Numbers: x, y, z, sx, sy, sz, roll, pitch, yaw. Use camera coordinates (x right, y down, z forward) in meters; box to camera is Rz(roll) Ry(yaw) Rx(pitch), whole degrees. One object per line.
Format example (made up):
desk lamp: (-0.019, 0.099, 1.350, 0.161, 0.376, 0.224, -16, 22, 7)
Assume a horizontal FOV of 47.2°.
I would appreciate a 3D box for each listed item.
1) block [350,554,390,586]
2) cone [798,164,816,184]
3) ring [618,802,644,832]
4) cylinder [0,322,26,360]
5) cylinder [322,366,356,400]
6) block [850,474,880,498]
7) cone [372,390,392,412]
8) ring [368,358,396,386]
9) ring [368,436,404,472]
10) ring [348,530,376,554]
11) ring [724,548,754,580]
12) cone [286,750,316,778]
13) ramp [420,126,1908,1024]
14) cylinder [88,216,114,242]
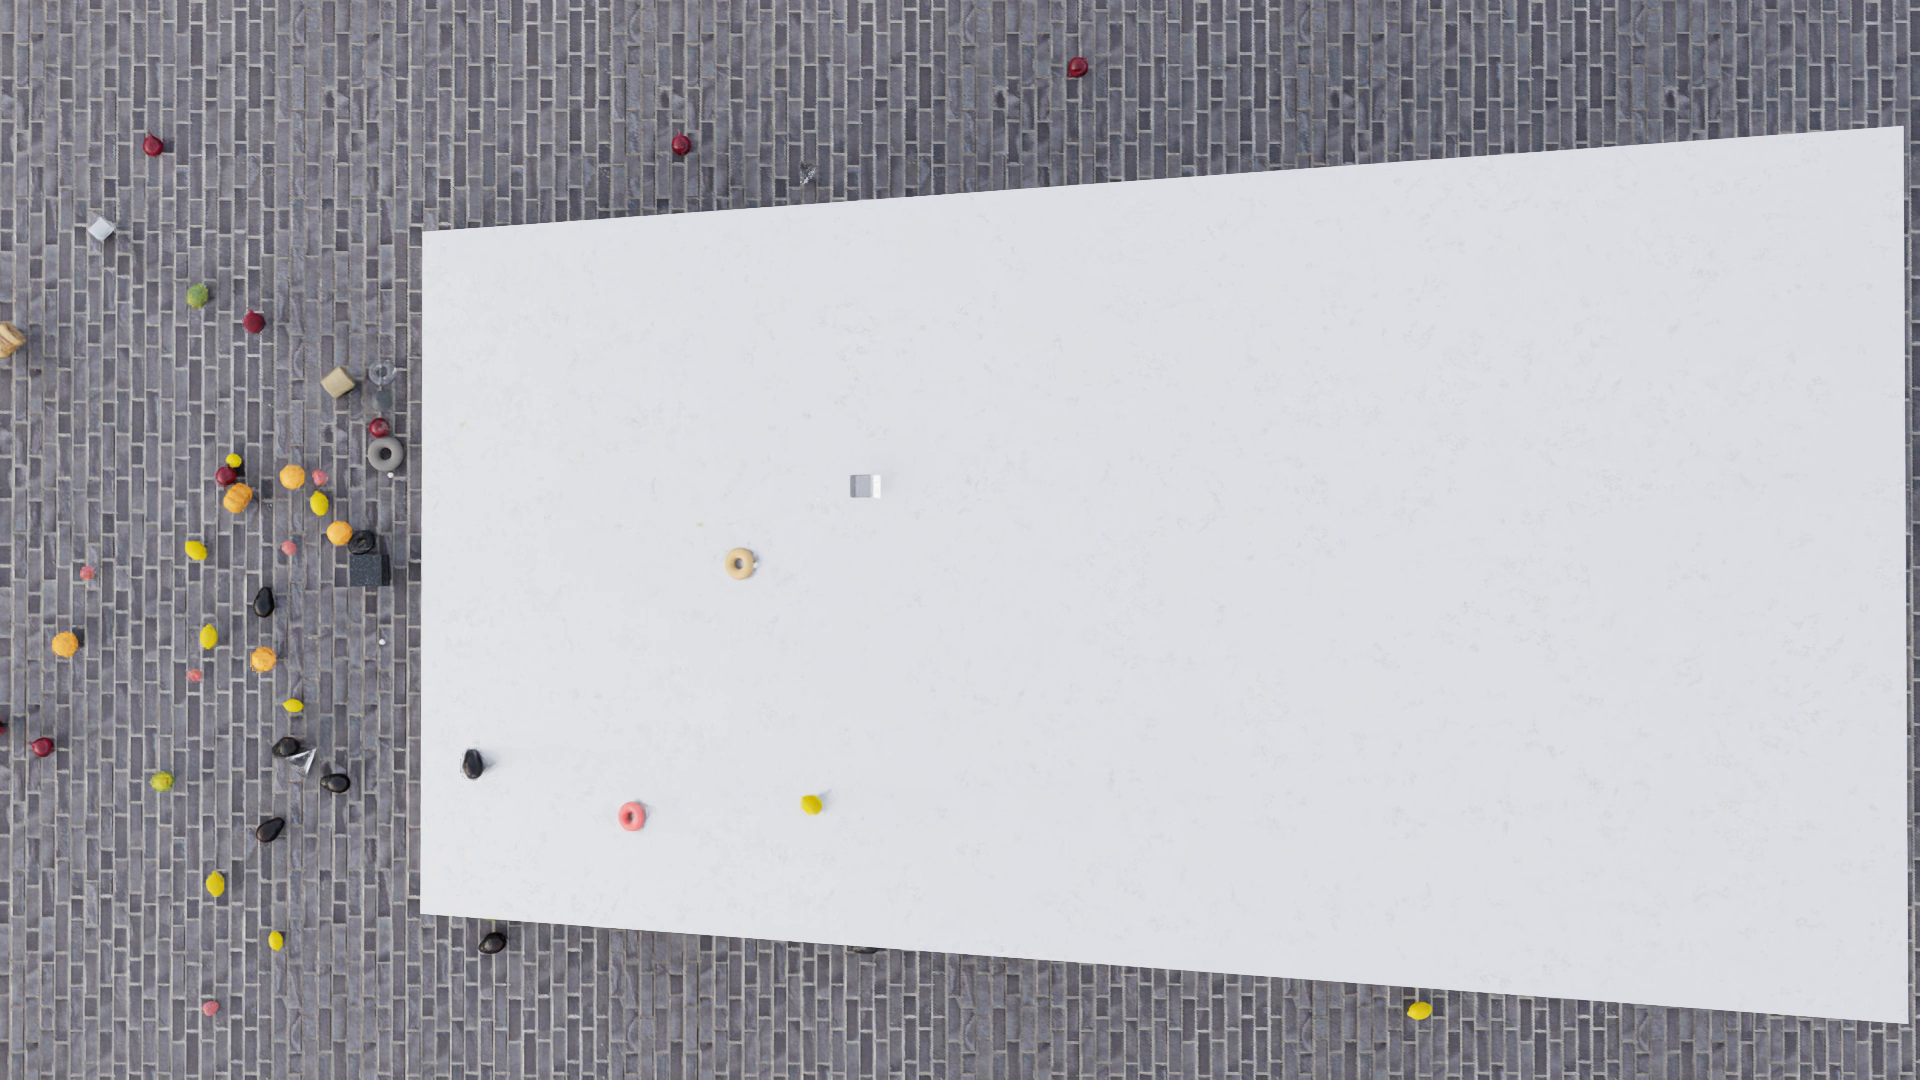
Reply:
block: (-1.744, 0.090, 6.496, 0.093, 0.093, 0.093, -1, 89, 0)
cone: (-0.458, -1.082, 6.545, 0.057, 0.057, 0.057, 13, 123, 0)
ring: (-0.919, 0.773, 6.149, 0.083, 0.028, 0.083, -1, 88, 24)
cylinder: (-2.828, -0.590, 6.512, 0.079, 0.079, 0.079, -41, 89, 0)
cylinder: (-1.841, -0.466, 6.514, 0.072, 0.072, 0.072, -40, 89, 0)
block: (-0.253, -0.143, 5.862, 0.061, 0.061, 0.061, -1, 89, 23)
cone: (-1.722, -0.414, 6.517, 0.064, 0.064, 0.064, 0, 89, 0)
ring: (-1.717, -0.499, 6.537, 0.083, 0.028, 0.083, 0, 90, 1)
ring: (-1.705, -0.256, 6.530, 0.107, 0.036, 0.107, 0, 90, 0)
ring: (-1.773, 0.008, 6.514, 0.086, 0.029, 0.086, -8, 53, 11)
ring: (-0.604, 0.065, 6.025, 0.089, 0.030, 0.089, 0, 90, 22)
cone: (-1.938, 0.647, 6.518, 0.082, 0.082, 0.082, 43, 63, 0)
ramp: (0.283, 0.085, 5.721, 4.000, 0.100, 2.000, 0, 89, 23)
cylinder: (-2.548, -0.923, 6.529, 0.053, 0.053, 0.053, 43, 90, 0)
